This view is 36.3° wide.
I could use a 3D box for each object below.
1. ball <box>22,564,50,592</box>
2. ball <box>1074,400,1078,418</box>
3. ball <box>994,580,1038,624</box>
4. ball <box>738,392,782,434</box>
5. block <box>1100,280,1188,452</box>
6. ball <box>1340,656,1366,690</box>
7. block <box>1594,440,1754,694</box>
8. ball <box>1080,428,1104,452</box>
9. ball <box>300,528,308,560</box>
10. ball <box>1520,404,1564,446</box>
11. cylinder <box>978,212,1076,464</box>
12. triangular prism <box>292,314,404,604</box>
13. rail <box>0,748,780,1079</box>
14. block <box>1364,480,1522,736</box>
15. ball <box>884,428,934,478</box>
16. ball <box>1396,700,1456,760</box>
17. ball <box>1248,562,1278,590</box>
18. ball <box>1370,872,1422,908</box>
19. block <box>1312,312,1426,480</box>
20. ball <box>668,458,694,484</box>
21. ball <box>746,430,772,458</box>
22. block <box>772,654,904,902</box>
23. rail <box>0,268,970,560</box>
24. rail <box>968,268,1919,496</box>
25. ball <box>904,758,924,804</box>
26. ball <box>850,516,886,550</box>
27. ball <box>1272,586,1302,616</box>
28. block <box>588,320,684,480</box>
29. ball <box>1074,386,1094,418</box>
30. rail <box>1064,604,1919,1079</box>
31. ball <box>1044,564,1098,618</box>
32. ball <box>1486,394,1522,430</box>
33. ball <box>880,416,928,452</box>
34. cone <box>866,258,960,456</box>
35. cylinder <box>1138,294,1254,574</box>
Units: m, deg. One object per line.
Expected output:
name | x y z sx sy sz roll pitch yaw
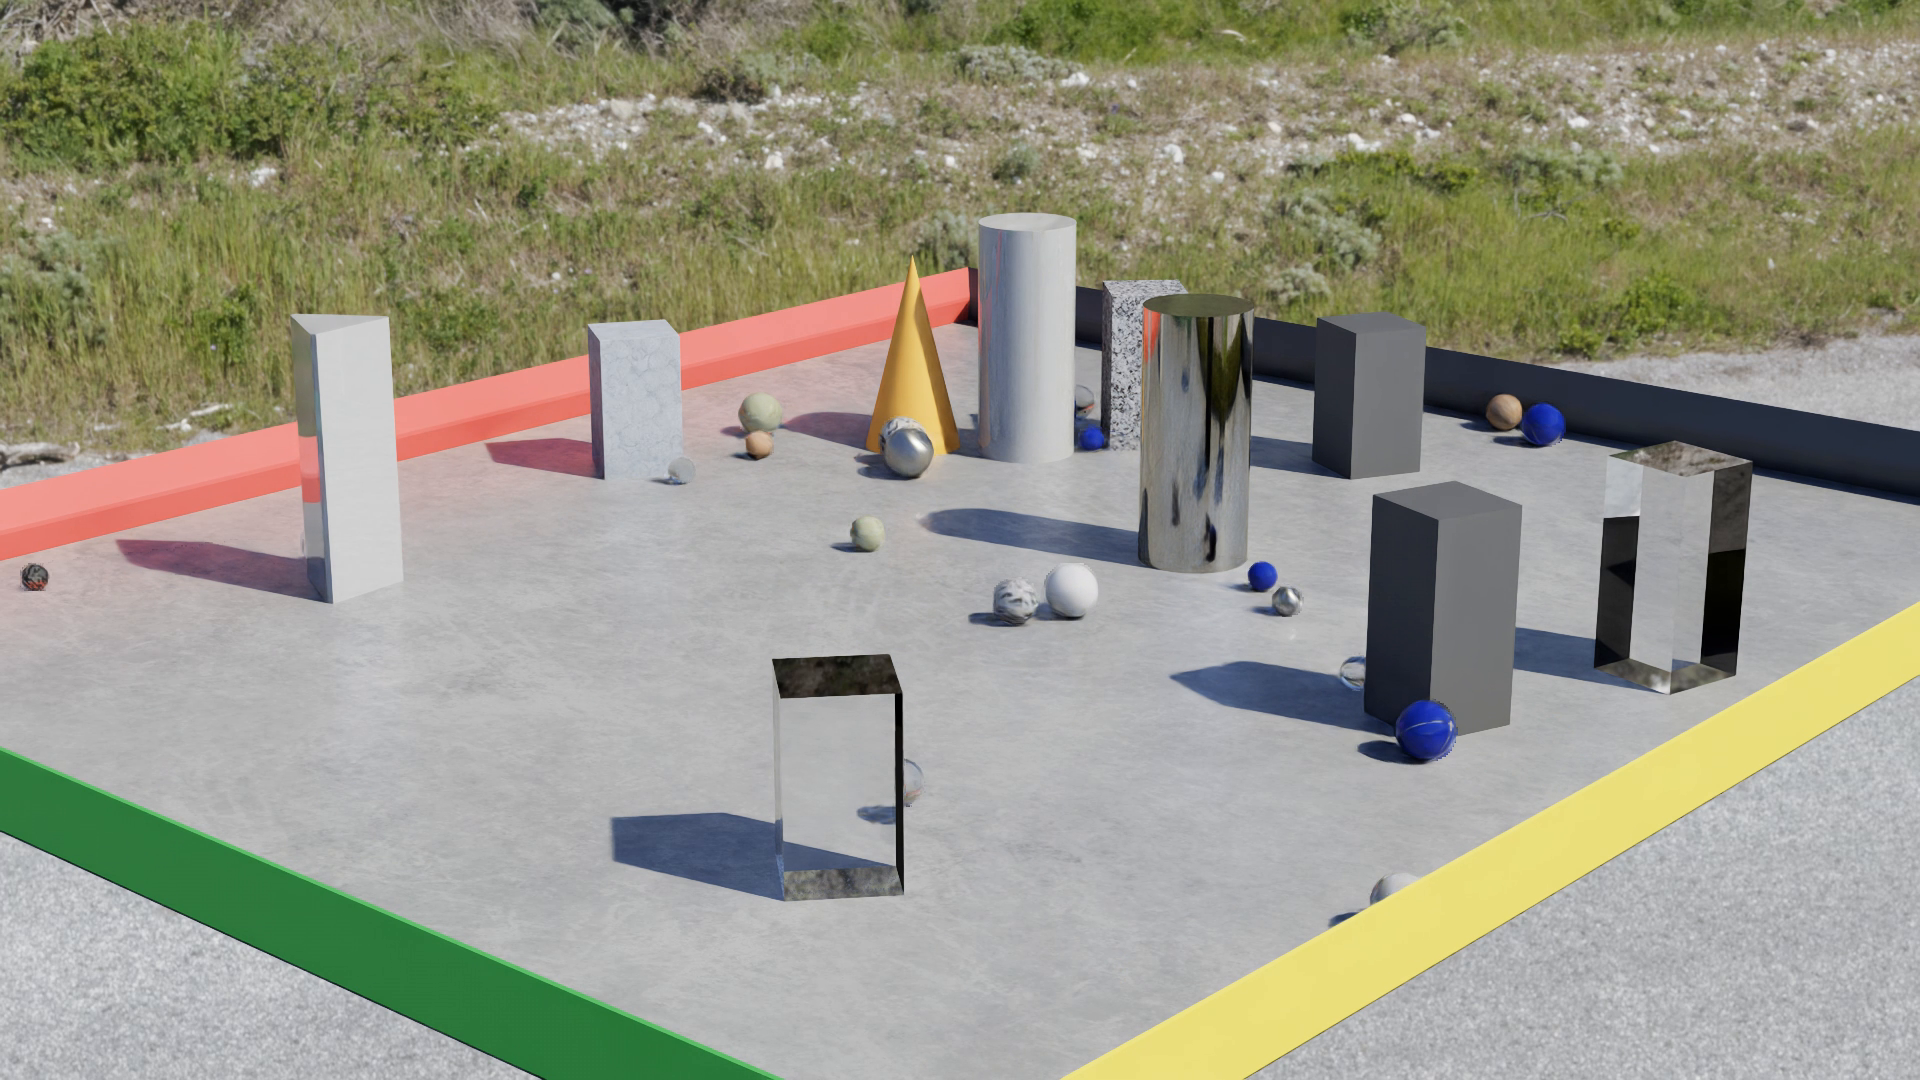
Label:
ball | -1.626 0.066 5.154 0.047 0.047 0.047 0 17 0
ball | 0.212 -0.279 6.250 0.076 0.076 0.076 0 17 0
ball | 0.094 0.104 4.977 0.076 0.076 0.076 0 17 0
ball | -0.421 -0.266 6.179 0.092 0.092 0.092 0 17 0
block | 0.384 -0.364 6.100 0.159 0.326 0.159 -1 17 -4
ball | 0.631 0.211 4.658 0.055 0.055 0.055 0 17 0
block | 1.141 0.042 4.695 0.159 0.358 0.159 -12 20 -34
ball | 0.272 -0.208 6.058 0.050 0.050 0.050 0 17 0
ball | -1.137 0.005 5.274 0.095 0.095 0.095 0 17 0
ball | 1.212 -0.241 6.102 0.088 0.088 0.088 0 17 0
cylinder | 0.136 -0.414 5.998 0.199 0.480 0.199 0 17 0
triangular prism | -1.102 -0.151 5.127 0.149 0.478 0.172 12 21 35
rail | -1.098 0.397 3.908 2.900 0.129 0.045 14 22 39
block | 0.737 0.108 4.489 0.159 0.352 0.159 -9 19 -28
ball | -0.103 -0.176 5.865 0.100 0.100 0.100 0 17 0
ball | 0.692 0.283 4.363 0.088 0.088 0.088 0 17 0
ball | 0.532 0.063 5.155 0.052 0.052 0.052 0 17 0
ball | 0.566 0.467 3.761 0.083 0.083 0.083 0 17 0
block | 0.823 -0.293 5.910 0.159 0.299 0.159 -7 18 -21
ball | -0.553 -0.138 5.825 0.052 0.052 0.052 0 17 0
ball | -0.412 -0.195 6.006 0.056 0.056 0.056 0 17 0
block | -0.163 0.315 3.915 0.159 0.284 0.159 -2 17 -7
rail | -1.077 -0.237 6.015 0.045 0.129 3.398 14 22 39
rail | 1.098 -0.332 6.331 2.900 0.129 0.045 14 22 39
ball | -0.084 0.346 4.192 0.066 0.066 0.066 0 17 0
ball | -0.169 -0.013 5.386 0.065 0.065 0.065 0 17 0
ball | 0.559 0.104 5.024 0.050 0.050 0.050 0 17 0
block | -0.654 -0.284 5.905 0.159 0.284 0.159 -5 17 -15
ball | 0.254 -0.297 6.315 0.072 0.072 0.072 0 17 0
rail | 1.077 0.302 4.224 0.045 0.129 3.398 14 22 39
ball | 0.191 0.087 5.008 0.092 0.092 0.092 0 17 0
ball | 1.155 -0.272 6.223 0.078 0.078 0.078 0 17 0
ball | -0.114 -0.203 5.960 0.097 0.097 0.097 0 17 0
cone | -0.098 -0.392 6.056 0.199 0.403 0.199 0 17 0
cylinder | 0.424 -0.193 5.282 0.199 0.470 0.199 0 17 0
